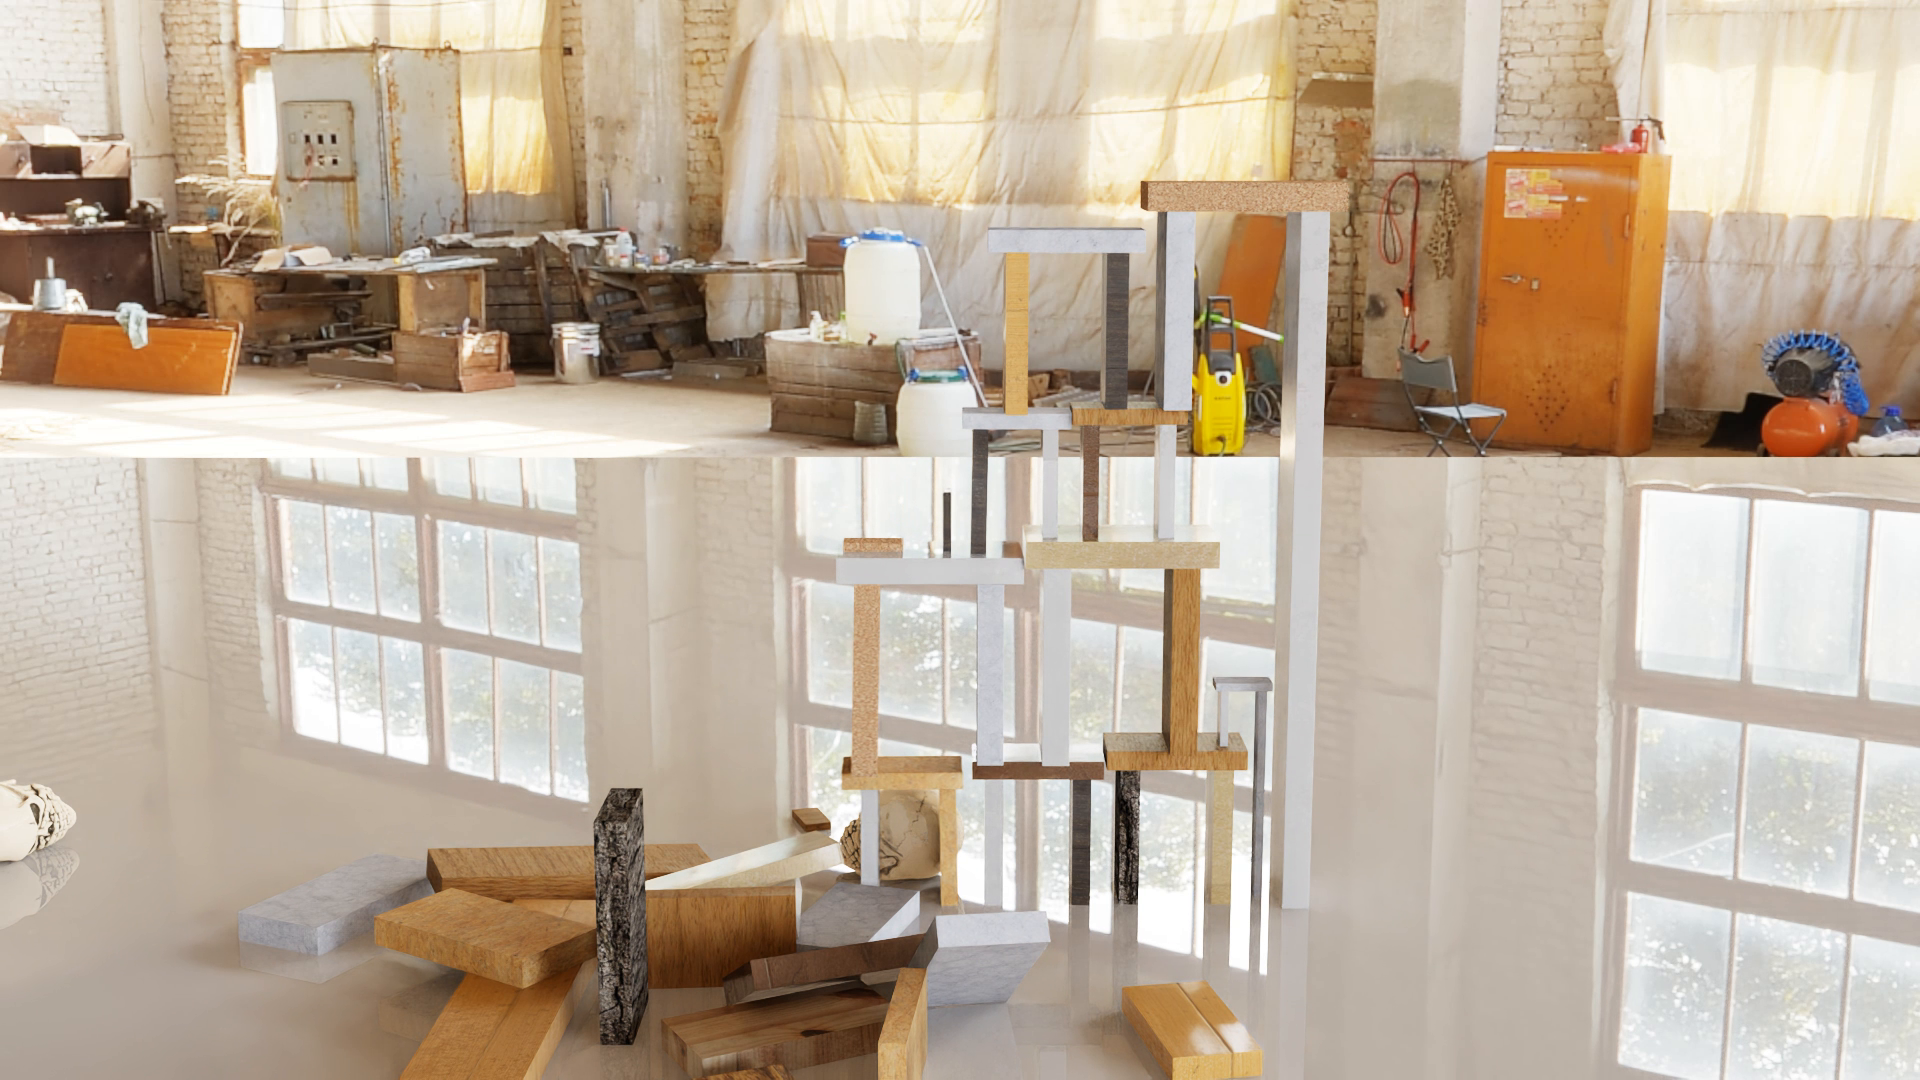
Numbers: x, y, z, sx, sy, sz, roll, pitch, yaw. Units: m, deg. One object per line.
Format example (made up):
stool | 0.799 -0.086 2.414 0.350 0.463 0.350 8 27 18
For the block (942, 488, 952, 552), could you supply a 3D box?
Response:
block | -0.021 -0.033 3.558 0.014 0.096 0.048 0 11 -1

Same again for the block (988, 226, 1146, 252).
block | 0.167 -0.474 3.474 0.245 0.035 0.122 0 11 0

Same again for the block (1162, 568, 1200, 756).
block | 0.360 0.183 3.589 0.044 0.308 0.154 0 11 0

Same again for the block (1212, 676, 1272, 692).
block | 0.463 0.236 3.602 0.093 0.013 0.046 0 11 0

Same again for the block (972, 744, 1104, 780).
block | 0.127 0.365 3.625 0.214 0.030 0.107 0 11 0

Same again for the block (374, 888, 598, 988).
block | -0.709 0.592 3.288 0.310 0.044 0.155 7 13 34

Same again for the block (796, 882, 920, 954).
block | -0.176 0.609 3.460 0.140 0.040 0.281 3 11 18

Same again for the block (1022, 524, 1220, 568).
block | 0.258 0.010 3.557 0.308 0.044 0.154 0 11 0

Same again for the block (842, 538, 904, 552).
block | -0.141 0.007 3.562 0.096 0.014 0.048 0 11 0

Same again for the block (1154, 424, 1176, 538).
block | 0.329 -0.101 3.537 0.026 0.182 0.091 0 11 0

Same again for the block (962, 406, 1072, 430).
block | 0.090 -0.195 3.524 0.174 0.025 0.087 0 11 0

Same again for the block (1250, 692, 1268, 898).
block | 0.494 0.416 3.636 0.013 0.354 0.046 0 11 0

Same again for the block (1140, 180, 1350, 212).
block | 0.445 -0.542 3.464 0.309 0.044 0.154 0 11 0

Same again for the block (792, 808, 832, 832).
block | -0.273 0.514 4.043 0.048 0.014 0.096 -4 11 -19

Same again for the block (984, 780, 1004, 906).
block | 0.056 0.485 3.647 0.030 0.214 0.107 0 11 0

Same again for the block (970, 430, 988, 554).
block | 0.031 -0.085 3.546 0.025 0.201 0.087 1 11 -1

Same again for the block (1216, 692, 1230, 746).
block | 0.432 0.288 3.612 0.013 0.093 0.046 0 11 0

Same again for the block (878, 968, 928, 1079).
block | -0.074 0.670 2.893 0.036 0.126 0.252 1 11 5

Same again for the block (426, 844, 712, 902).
block | -0.638 0.550 3.636 0.456 0.044 0.155 2 9 -22

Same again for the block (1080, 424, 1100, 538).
block | 0.208 -0.101 3.536 0.026 0.182 0.091 0 11 0

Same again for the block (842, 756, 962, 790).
block | -0.095 0.383 3.624 0.197 0.028 0.099 0 11 -1

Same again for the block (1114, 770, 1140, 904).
block | 0.277 0.477 3.653 0.032 0.229 0.114 0 10 0

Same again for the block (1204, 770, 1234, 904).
block | 0.430 0.477 3.653 0.032 0.229 0.114 0 11 0

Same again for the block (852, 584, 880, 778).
block | -0.154 0.213 3.594 0.042 0.317 0.149 1 10 -2

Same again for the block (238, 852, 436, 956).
block | -0.992 0.586 3.563 0.161 0.046 0.322 5 12 25

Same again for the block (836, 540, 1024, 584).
block | -0.049 0.036 3.563 0.298 0.042 0.149 0 11 -1

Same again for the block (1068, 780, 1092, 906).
block | 0.199 0.485 3.647 0.030 0.214 0.107 0 11 0

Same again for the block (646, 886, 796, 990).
block | -0.384 0.592 3.273 0.281 0.140 0.040 -1 11 -4

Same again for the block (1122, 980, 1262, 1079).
block | 0.321 0.683 3.069 0.126 0.036 0.252 -2 11 -11

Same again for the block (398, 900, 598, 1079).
block | -0.644 0.713 2.883 0.161 0.046 1.279 0 11 1

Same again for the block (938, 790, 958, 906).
block | -0.019 0.494 3.643 0.028 0.197 0.099 -1 11 0

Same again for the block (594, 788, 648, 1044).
block | -0.478 0.530 3.111 0.046 0.322 0.161 0 11 0

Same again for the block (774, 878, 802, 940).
block | -0.324 0.584 3.459 0.140 0.040 0.281 -12 7 -2

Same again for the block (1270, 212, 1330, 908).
block | 0.549 0.034 3.571 0.044 1.129 0.154 0 11 0

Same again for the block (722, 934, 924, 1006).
block | -0.176 0.622 3.189 0.305 0.043 0.153 -5 -18 -23

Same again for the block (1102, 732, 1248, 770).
block | 0.353 0.348 3.629 0.229 0.032 0.114 0 11 0

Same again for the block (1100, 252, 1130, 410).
block | 0.246 -0.337 3.499 0.035 0.245 0.122 0 11 0

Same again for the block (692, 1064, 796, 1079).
block | -0.245 0.742 2.728 0.155 0.044 0.311 -4 11 -23

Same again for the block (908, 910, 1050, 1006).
block | 0.017 0.588 3.073 0.153 0.043 0.305 -1 -27 -12

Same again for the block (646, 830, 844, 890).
block | -0.366 0.543 3.554 0.336 0.036 0.126 -14 7 -21

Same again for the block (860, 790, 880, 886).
block | -0.148 0.494 3.648 0.028 0.197 0.099 0 11 0

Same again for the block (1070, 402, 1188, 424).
block | 0.269 -0.203 3.518 0.182 0.026 0.091 0 11 0

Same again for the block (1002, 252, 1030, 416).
block | 0.088 -0.333 3.501 0.035 0.254 0.122 0 11 -1

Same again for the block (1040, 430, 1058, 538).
block | 0.144 -0.097 3.541 0.025 0.174 0.087 0 11 0

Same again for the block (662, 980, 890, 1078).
block | -0.243 0.683 3.050 0.305 0.043 0.153 -6 12 -28

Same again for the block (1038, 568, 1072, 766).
block | 0.154 0.191 3.590 0.044 0.324 0.154 0 11 0

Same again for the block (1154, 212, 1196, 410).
block | 0.341 -0.369 3.497 0.044 0.309 0.154 0 11 -1

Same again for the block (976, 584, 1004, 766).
block | 0.049 0.204 3.594 0.042 0.298 0.149 0 11 0
